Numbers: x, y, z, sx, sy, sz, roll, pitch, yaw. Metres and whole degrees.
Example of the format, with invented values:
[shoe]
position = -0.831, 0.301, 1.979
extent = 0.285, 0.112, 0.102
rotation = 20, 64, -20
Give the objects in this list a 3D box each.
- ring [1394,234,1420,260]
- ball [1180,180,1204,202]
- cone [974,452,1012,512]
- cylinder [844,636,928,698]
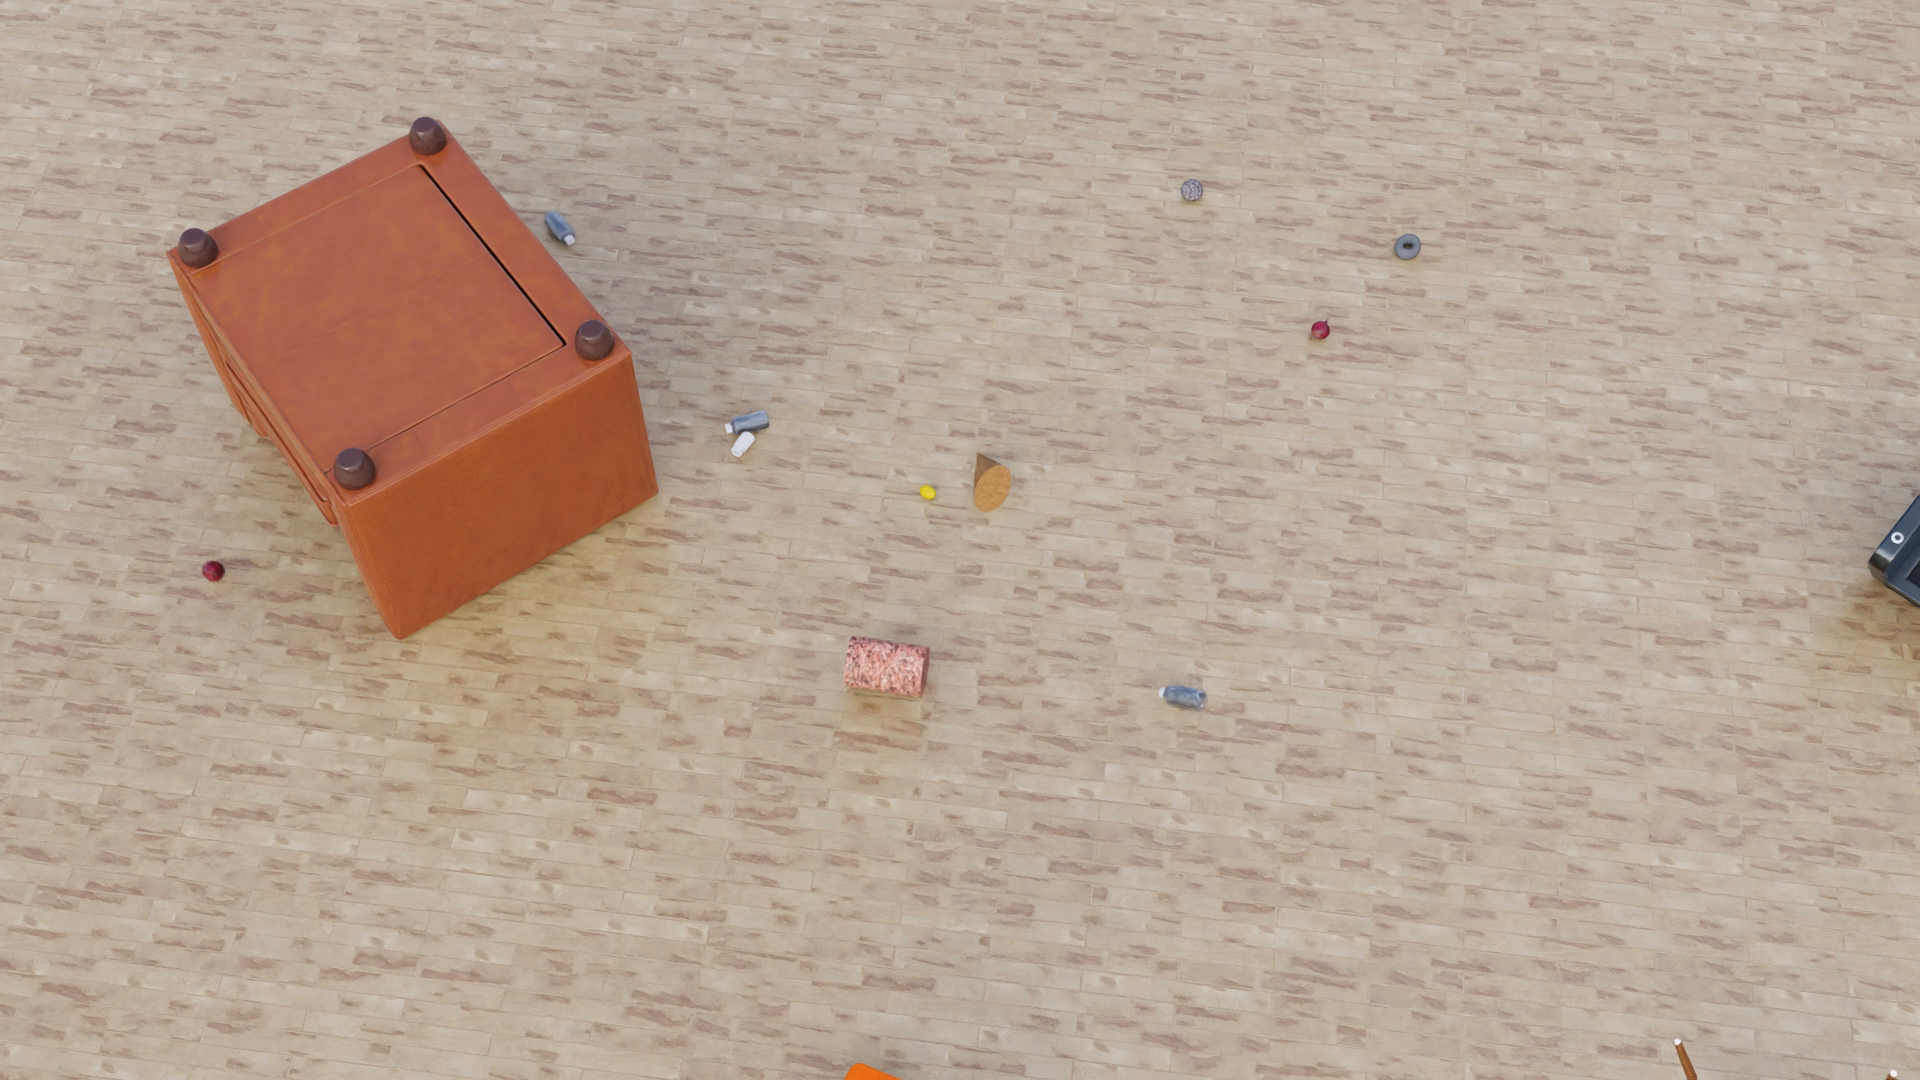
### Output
[ring]
position = 1.465, -0.959, 7.196
extent = 0.083, 0.037, 0.107
rotation = 23, 58, 16
[ball]
position = 0.771, -1.162, 7.310
extent = 0.074, 0.074, 0.074
rotation = 0, 56, 0
[cone]
position = 0.076, -0.213, 6.672
extent = 0.108, 0.167, 0.211
rotation = 12, 30, -21
[cylinder]
position = -0.208, 0.361, 6.231
extent = 0.218, 0.167, 0.136
rotation = 8, 57, 6
